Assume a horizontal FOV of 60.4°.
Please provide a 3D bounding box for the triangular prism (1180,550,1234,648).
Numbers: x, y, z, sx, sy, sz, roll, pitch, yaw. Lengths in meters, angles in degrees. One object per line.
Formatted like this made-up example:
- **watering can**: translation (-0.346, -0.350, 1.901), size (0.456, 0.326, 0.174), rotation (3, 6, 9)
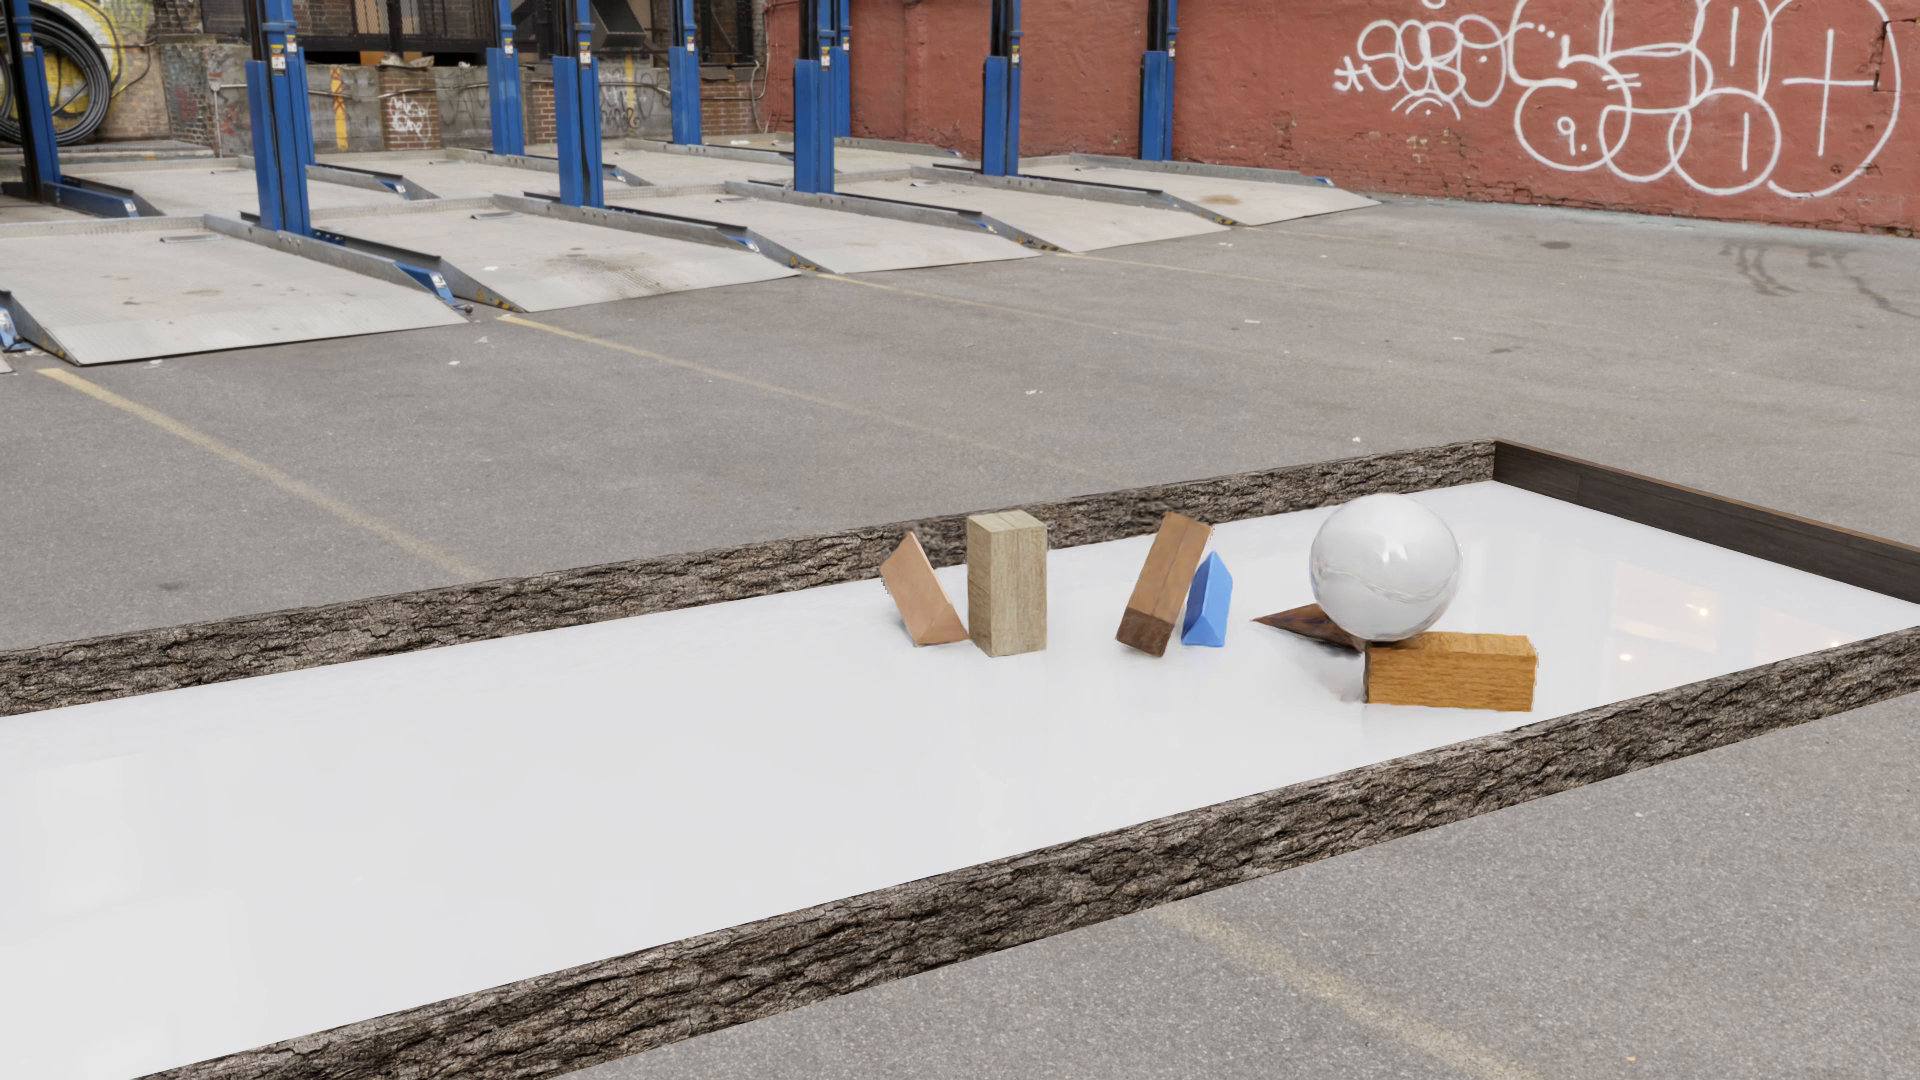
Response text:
- **triangular prism**: translation (0.676, 0.154, 4.493), size (0.113, 0.098, 0.316), rotation (4, 34, 12)

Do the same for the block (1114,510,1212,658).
- **block**: translation (0.546, 0.112, 4.408), size (0.131, 0.131, 0.412), rotation (21, 44, 8)

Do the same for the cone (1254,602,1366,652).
- **cone**: translation (0.931, 0.217, 4.452), size (0.337, 0.162, 0.162), rotation (-2, 12, 39)

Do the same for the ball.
- **ball**: translation (1.017, 0.066, 3.958), size (0.357, 0.357, 0.357), rotation (0, 16, 0)

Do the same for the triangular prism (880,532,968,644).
- **triangular prism**: translation (-0.091, 0.124, 4.493), size (0.152, 0.132, 0.324), rotation (-5, 37, -21)

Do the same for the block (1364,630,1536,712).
- **block**: translation (1.190, 0.316, 4.026), size (0.381, 0.144, 0.144), rotation (2, 17, 8)

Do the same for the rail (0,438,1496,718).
- **rail**: translation (-3.305, 0.497, 3.399), size (12.000, 0.150, 0.050), rotation (-9, 18, -27)

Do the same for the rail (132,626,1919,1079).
- **rail**: translation (-2.336, 1.006, 1.665), size (12.000, 0.150, 0.050), rotation (-9, 18, -27)

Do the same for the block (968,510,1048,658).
- **block**: translation (0.124, 0.114, 4.357), size (0.159, 0.342, 0.159), rotation (-7, 18, -21)

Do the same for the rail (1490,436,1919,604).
- **rail**: translation (2.466, -0.048, 5.253), size (0.050, 0.150, 2.100), rotation (-9, 18, -27)
